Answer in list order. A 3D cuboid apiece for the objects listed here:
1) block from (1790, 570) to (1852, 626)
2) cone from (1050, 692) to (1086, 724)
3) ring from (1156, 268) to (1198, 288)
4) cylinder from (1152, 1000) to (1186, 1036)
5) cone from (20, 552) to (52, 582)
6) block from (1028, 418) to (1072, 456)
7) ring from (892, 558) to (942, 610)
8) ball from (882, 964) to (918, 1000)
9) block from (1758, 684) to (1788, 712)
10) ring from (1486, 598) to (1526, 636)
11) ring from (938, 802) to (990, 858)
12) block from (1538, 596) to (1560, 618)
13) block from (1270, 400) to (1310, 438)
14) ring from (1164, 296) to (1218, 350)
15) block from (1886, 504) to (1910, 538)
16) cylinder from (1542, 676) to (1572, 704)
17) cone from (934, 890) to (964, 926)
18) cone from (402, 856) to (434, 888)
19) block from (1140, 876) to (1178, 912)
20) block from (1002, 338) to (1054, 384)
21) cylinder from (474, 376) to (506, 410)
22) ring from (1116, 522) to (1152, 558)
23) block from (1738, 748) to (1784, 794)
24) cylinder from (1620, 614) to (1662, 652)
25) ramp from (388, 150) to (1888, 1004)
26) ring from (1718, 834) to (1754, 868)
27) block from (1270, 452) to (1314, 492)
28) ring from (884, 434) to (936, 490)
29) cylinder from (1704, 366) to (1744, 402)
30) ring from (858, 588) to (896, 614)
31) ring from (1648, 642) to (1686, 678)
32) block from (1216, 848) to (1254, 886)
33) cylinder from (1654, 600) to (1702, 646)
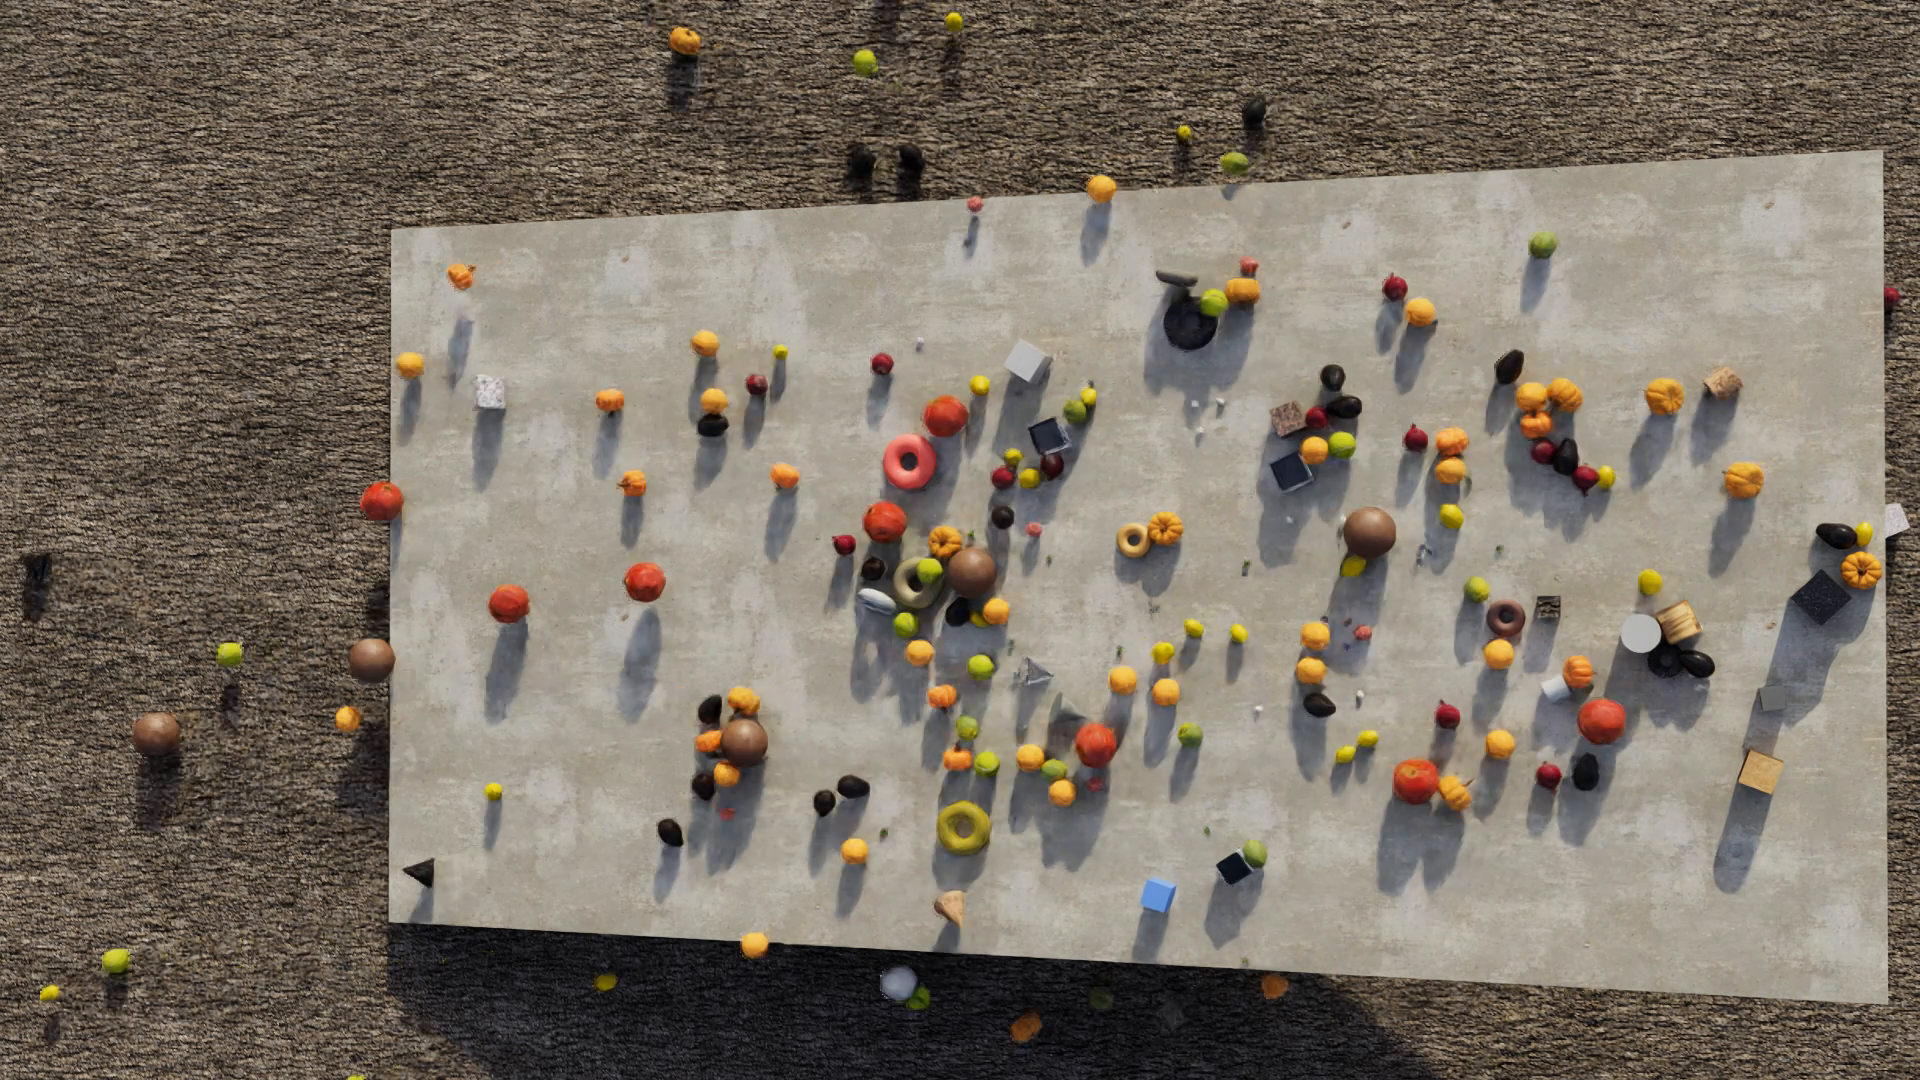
[{"bbox_3d":[2.013,0.134,5.146,0.093,0.093,0.093,-46,77,12],"label":"block"},{"bbox_3d":[0.290,0.449,5.715,0.088,0.088,0.088,19,89,-10],"label":"cone"},{"bbox_3d":[0.553,-0.670,5.610,0.107,0.107,0.036,12,94,0],"label":"ring"},{"bbox_3d":[0.539,1.232,5.671,0.065,0.065,0.065,-36,79,0],"label":"cylinder"},{"bbox_3d":[-2.688,0.084,6.411,0.085,0.085,0.085,-6,94,0],"label":"cone"},{"bbox_3d":[0.233,-0.269,5.725,0.076,0.076,0.076,-23,83,16],"label":"block"},{"bbox_3d":[-0.114,0.115,5.845,0.140,0.047,0.140,0,90,17],"label":"ring"},{"bbox_3d":[-0.163,1.199,5.959,0.098,0.098,0.098,0,89,0],"label":"ball"},{"bbox_3d":[1.919,0.373,5.193,0.054,0.054,0.054,-11,86,17],"label":"block"},{"bbox_3d":[1.339,0.190,5.392,0.093,0.031,0.093,0,90,16],"label":"ring"},{"bbox_3d":[0.010,0.762,5.795,0.148,0.049,0.148,0,90,17],"label":"ring"},{"bbox_3d":[1.433,0.162,5.350,0.053,0.053,0.053,0,89,18],"label":"block"},{"bbox_3d":[0.830,-0.303,5.538,0.071,0.071,0.071,-23,83,16],"label":"block"},{"bbox_3d":[0.590,-0.556,5.631,0.139,0.046,0.139,0,89,19],"label":"ring"},{"bbox_3d":[2.704,-0.056,6.414,0.077,0.077,0.077,-23,89,0],"label":"block"},{"bbox_3d":[1.449,0.362,5.342,0.053,0.053,0.053,-27,89,15],"label":"cylinder"},{"bbox_3d":[-0.011,0.981,5.758,0.089,0.089,0.089,-31,49,0],"label":"cone"},{"bbox_3d":[-1.544,0.941,6.246,0.088,0.088,0.088,7,89,-21],"label":"cone"},{"bbox_3d":[0.507,0.907,5.626,0.066,0.066,0.066,18,95,17],"label":"block"},{"bbox_3d":[0.178,-0.465,5.741,0.083,0.083,0.083,35,99,15],"label":"block"},{"bbox_3d":[-1.328,-0.417,6.212,0.088,0.088,0.088,2,89,0],"label":"cylinder"},{"bbox_3d":[0.449,0.001,5.676,0.094,0.031,0.094,0,91,18],"label":"ring"},{"bbox_3d":[1.888,0.545,5.187,0.079,0.079,0.079,21,95,17],"label":"block"},{"bbox_3d":[1.631,0.223,5.266,0.092,0.092,0.092,0,89,18],"label":"cylinder"},{"bbox_3d":[0.275,0.093,5.798,4.000,0.100,2.000,0,89,18],"label":"ramp"},{"bbox_3d":[1.844,0.739,5.225,0.083,0.028,0.083,-1,87,21],"label":"ring"},{"bbox_3d":[0.835,-0.171,5.533,0.075,0.075,0.075,-26,82,16],"label":"block"},{"bbox_3d":[-0.134,-0.207,5.854,0.150,0.050,0.150,0,90,17],"label":"ring"},{"bbox_3d":[1.816,-0.371,5.229,0.066,0.066,0.066,-29,89,23],"label":"cylinder"},{"bbox_3d":[-0.220,0.163,5.846,0.109,0.109,0.036,24,76,0],"label":"ring"},{"bbox_3d":[1.696,0.289,5.278,0.086,0.029,0.086,-1,88,14],"label":"ring"},{"bbox_3d":[0.697,0.828,5.568,0.064,0.064,0.064,-36,79,14],"label":"block"},{"bbox_3d":[1.713,0.196,5.245,0.083,0.083,0.083,-25,82,0],"label":"cylinder"}]
